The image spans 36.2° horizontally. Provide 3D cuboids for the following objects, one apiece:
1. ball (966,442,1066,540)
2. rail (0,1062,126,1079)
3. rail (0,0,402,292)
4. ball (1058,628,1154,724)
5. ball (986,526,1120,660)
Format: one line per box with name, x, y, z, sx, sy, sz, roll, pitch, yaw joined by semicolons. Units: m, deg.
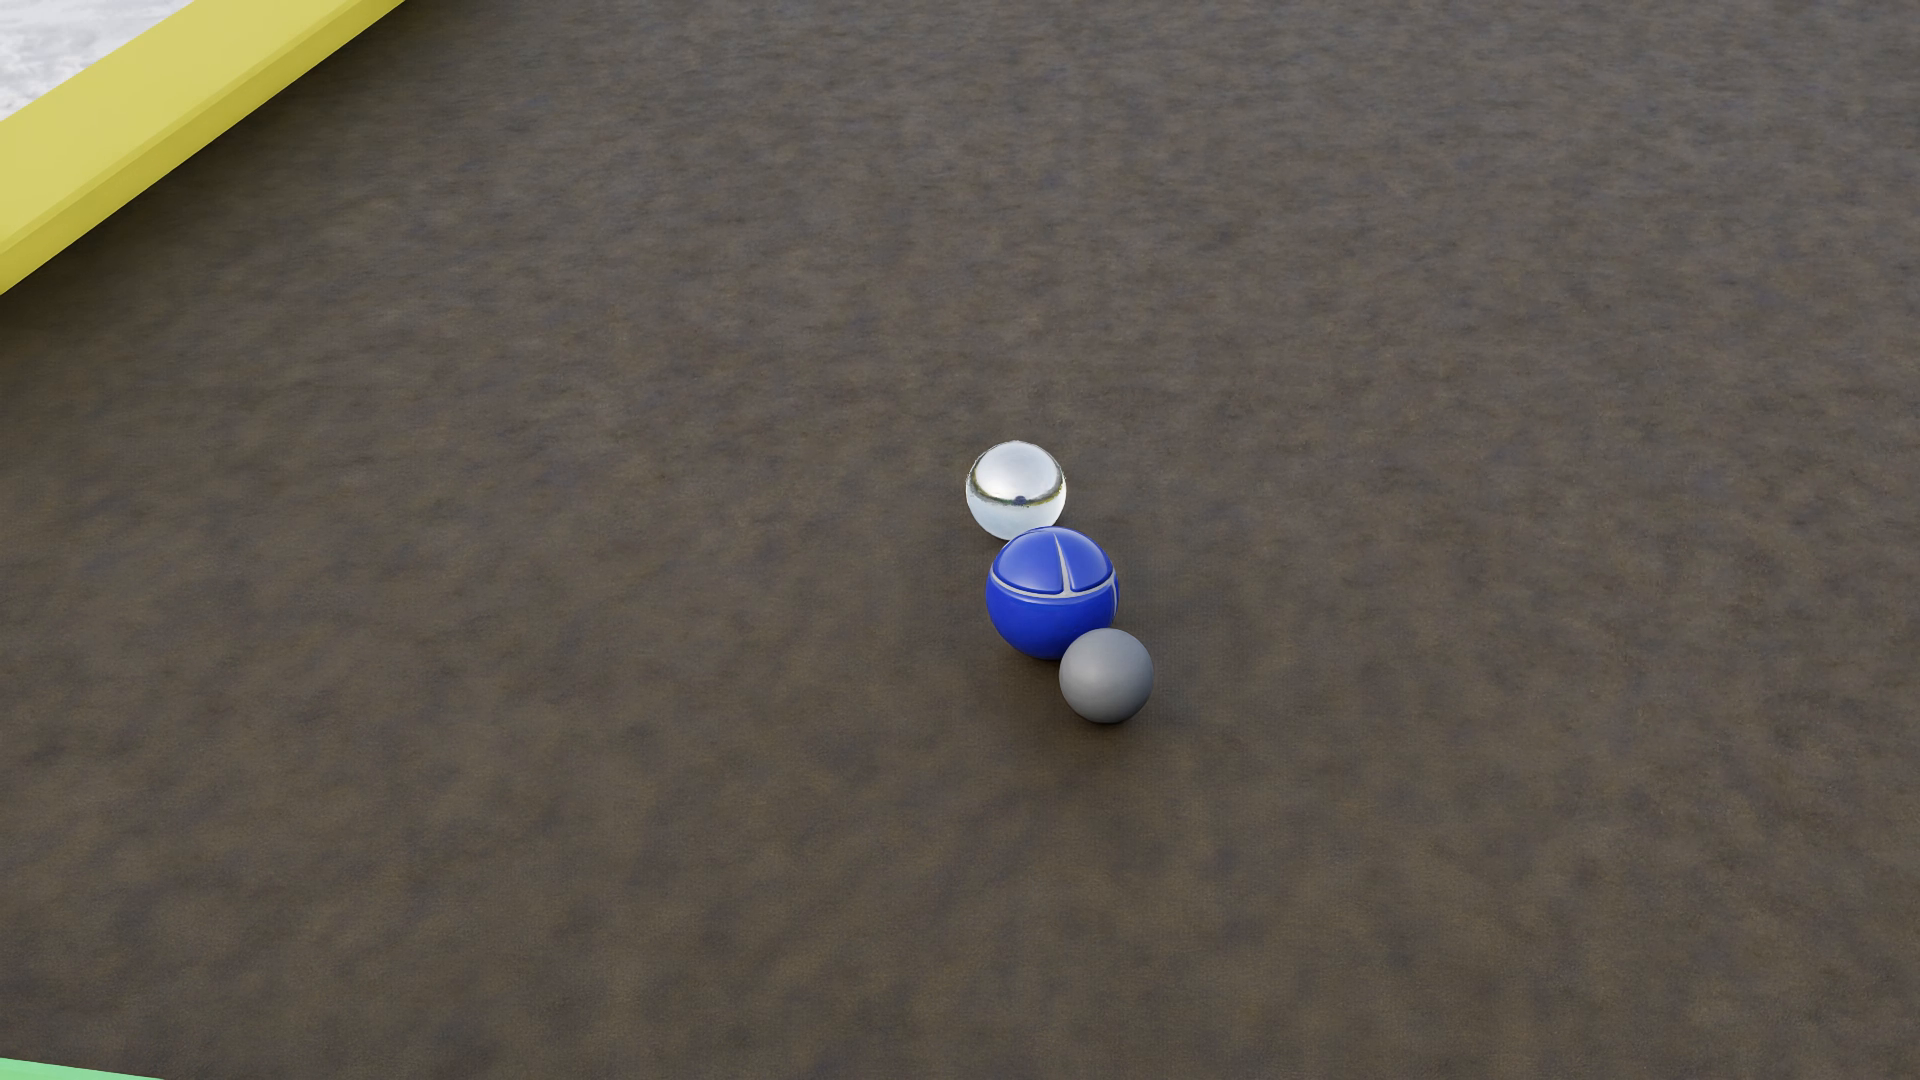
ball;0.037;-0.032;1.913;0.065;0.065;0.065;0;26;0
rail;-0.146;0.282;1.199;1.694;0.128;0.045;5;27;11
rail;-0.655;-0.416;2.623;0.045;0.128;2.943;5;27;11
ball;0.085;0.078;1.700;0.055;0.055;0.055;0;26;0
ball;0.055;0.032;1.766;0.081;0.081;0.081;0;26;0
